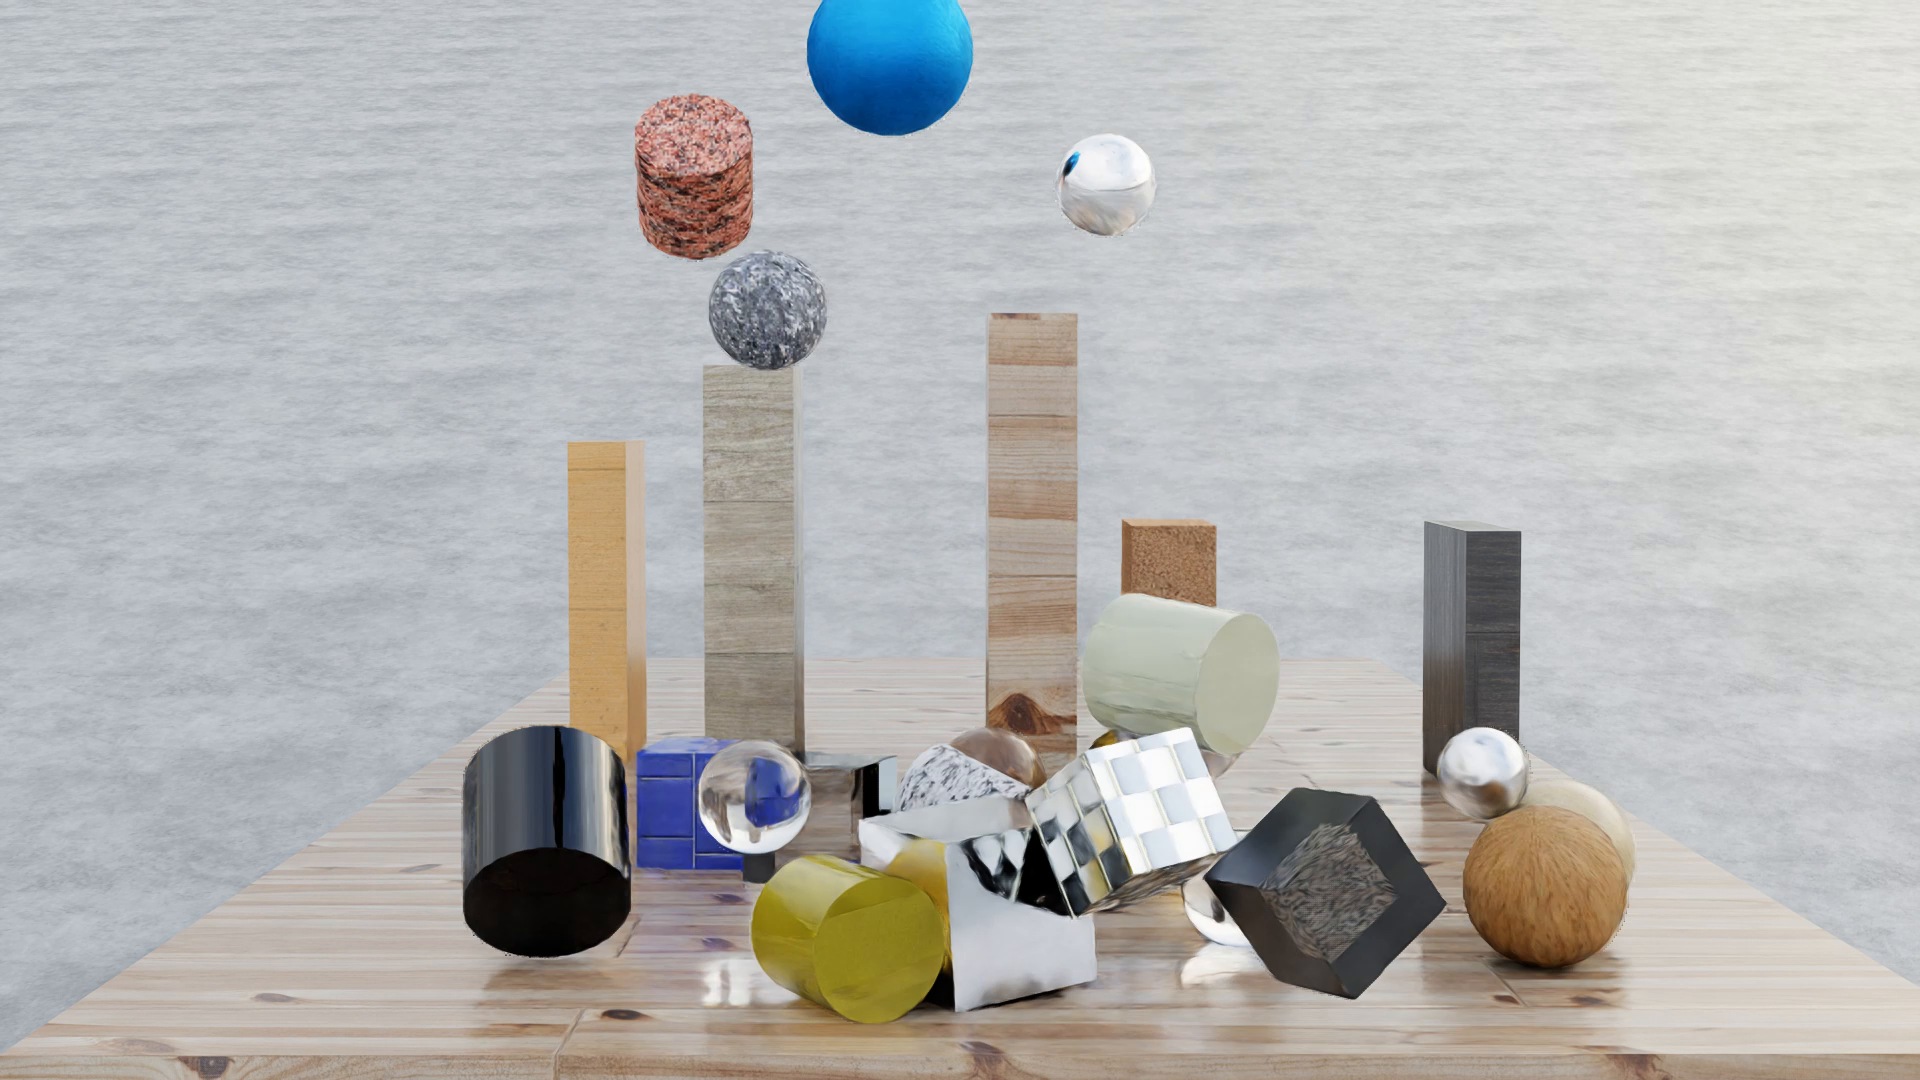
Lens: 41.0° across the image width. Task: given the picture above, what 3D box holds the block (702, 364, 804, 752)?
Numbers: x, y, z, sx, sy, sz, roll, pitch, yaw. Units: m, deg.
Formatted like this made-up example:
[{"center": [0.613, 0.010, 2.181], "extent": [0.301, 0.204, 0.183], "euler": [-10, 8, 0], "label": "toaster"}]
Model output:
[{"center": [-0.344, 0.061, 4.323], "extent": [0.147, 0.705, 0.270], "euler": [0, 3, 0], "label": "block"}]

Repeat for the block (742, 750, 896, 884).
[{"center": [-0.189, 0.378, 3.489], "extent": [0.158, 0.158, 0.158], "euler": [1, 3, 21], "label": "block"}]

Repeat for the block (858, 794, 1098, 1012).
[{"center": [0.019, 0.394, 2.822], "extent": [0.182, 0.182, 0.182], "euler": [-7, 6, -32], "label": "block"}]

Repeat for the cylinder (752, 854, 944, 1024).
[{"center": [-0.120, 0.420, 2.723], "extent": [0.153, 0.153, 0.153], "euler": [-12, 8, -28], "label": "cylinder"}]

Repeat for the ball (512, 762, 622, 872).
[{"center": [-0.540, 0.380, 3.535], "extent": [0.151, 0.151, 0.151], "euler": [0, 22, 0], "label": "ball"}]

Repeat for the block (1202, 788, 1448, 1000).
[{"center": [0.371, 0.358, 2.622], "extent": [0.143, 0.143, 0.143], "euler": [-41, 15, -20], "label": "block"}]

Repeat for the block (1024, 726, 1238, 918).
[{"center": [0.180, 0.299, 2.718], "extent": [0.138, 0.138, 0.138], "euler": [-10, -21, -33], "label": "block"}]

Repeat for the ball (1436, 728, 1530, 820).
[{"center": [0.628, 0.280, 3.086], "extent": [0.111, 0.111, 0.111], "euler": [0, 22, 0], "label": "ball"}]

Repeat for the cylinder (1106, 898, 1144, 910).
[{"center": [0.180, 0.331, 2.953], "extent": [0.139, 0.139, 0.139], "euler": [4, 56, -6], "label": "cylinder"}]

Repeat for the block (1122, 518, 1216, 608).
[{"center": [0.378, 0.181, 4.688], "extent": [0.150, 0.427, 0.284], "euler": [0, 3, 0], "label": "block"}]

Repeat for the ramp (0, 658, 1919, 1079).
[{"center": [0.050, 0.453, 4.532], "extent": [2.000, 0.100, 4.000], "euler": [0, 3, 0], "label": "ramp"}]

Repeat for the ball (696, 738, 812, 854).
[{"center": [-0.264, 0.329, 3.297], "extent": [0.148, 0.148, 0.148], "euler": [0, 22, 0], "label": "ball"}]

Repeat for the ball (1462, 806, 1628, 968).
[{"center": [0.664, 0.394, 2.923], "extent": [0.184, 0.184, 0.184], "euler": [0, 22, 0], "label": "ball"}]

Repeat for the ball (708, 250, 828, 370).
[{"center": [-0.200, -0.239, 2.677], "extent": [0.124, 0.124, 0.124], "euler": [0, 22, 0], "label": "ball"}]

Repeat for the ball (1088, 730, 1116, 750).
[{"center": [0.261, 0.357, 3.833], "extent": [0.164, 0.164, 0.164], "euler": [0, 22, 0], "label": "ball"}]

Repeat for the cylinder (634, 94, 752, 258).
[{"center": [-0.308, -0.421, 2.984], "extent": [0.134, 0.134, 0.134], "euler": [2, 52, -3], "label": "cylinder"}]

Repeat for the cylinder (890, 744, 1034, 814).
[{"center": [0.009, 0.358, 3.329], "extent": [0.143, 0.143, 0.143], "euler": [25, 31, 29], "label": "cylinder"}]

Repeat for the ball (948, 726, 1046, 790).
[{"center": [0.044, 0.358, 3.782], "extent": [0.167, 0.167, 0.167], "euler": [0, 22, 0], "label": "ball"}]

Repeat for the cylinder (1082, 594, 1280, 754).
[{"center": [0.249, 0.150, 2.897], "extent": [0.159, 0.159, 0.159], "euler": [10, 23, 41], "label": "cylinder"}]

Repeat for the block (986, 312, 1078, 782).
[{"center": [0.113, 0.027, 4.221], "extent": [0.138, 0.782, 0.426], "euler": [0, 3, 0], "label": "block"}]

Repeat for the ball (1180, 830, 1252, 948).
[{"center": [0.334, 0.416, 3.063], "extent": [0.142, 0.142, 0.142], "euler": [0, 22, 0], "label": "ball"}]

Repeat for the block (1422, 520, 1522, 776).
[{"center": [0.862, 0.193, 4.351], "extent": [0.089, 0.436, 0.374], "euler": [0, 3, 0], "label": "block"}]

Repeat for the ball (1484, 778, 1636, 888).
[{"center": [0.726, 0.383, 3.126], "extent": [0.185, 0.185, 0.185], "euler": [0, 22, 0], "label": "ball"}]

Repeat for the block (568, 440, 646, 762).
[{"center": [-0.647, 0.105, 4.731], "extent": [0.103, 0.574, 0.283], "euler": [0, 3, 0], "label": "block"}]

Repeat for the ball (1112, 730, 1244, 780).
[{"center": [0.302, 0.241, 3.514], "extent": [0.192, 0.192, 0.192], "euler": [0, 22, 0], "label": "ball"}]

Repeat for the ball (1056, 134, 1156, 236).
[{"center": [0.156, -0.379, 2.743], "extent": [0.107, 0.107, 0.107], "euler": [0, 22, 0], "label": "ball"}]

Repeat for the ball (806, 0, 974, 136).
[{"center": [-0.076, -0.530, 2.790], "extent": [0.181, 0.181, 0.181], "euler": [0, 22, 0], "label": "ball"}]

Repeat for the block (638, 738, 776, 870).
[{"center": [-0.355, 0.370, 3.621], "extent": [0.161, 0.161, 0.161], "euler": [0, 3, 8], "label": "block"}]

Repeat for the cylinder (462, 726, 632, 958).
[{"center": [-0.480, 0.350, 2.984], "extent": [0.190, 0.190, 0.190], "euler": [-3, 42, -8], "label": "cylinder"}]
